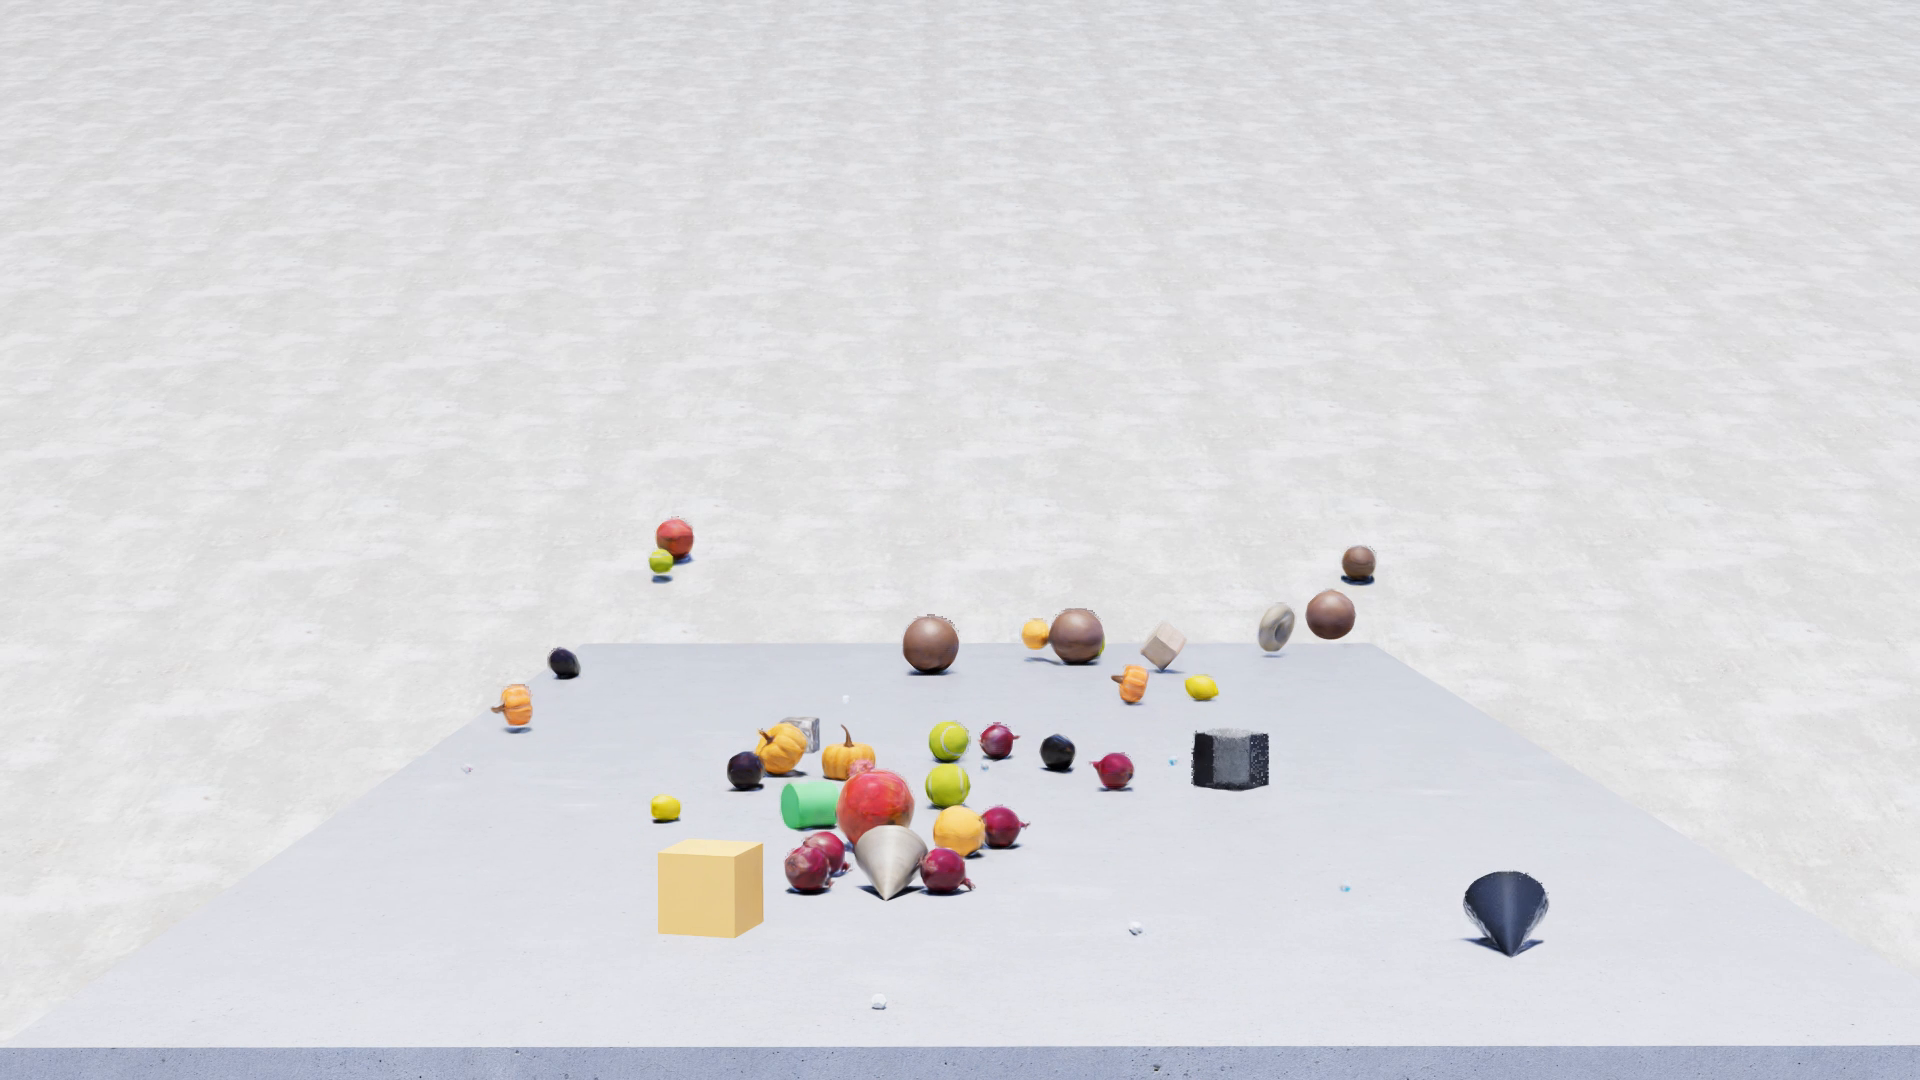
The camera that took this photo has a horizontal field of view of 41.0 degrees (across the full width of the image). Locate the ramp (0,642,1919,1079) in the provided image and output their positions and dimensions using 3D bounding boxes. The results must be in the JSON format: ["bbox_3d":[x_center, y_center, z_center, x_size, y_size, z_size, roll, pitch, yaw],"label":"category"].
[{"bbox_3d":[0.048,0.430,4.533,2.000,0.100,4.000,0,3,0],"label":"ramp"}]

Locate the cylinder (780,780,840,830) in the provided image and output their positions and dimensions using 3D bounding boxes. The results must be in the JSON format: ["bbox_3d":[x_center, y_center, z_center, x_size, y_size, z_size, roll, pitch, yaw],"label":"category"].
[{"bbox_3d":[-0.221,0.391,3.794,0.066,0.066,0.066,-2,19,-29],"label":"cylinder"}]

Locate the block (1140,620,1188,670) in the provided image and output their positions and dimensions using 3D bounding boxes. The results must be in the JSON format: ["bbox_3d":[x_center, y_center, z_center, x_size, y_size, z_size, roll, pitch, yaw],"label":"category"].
[{"bbox_3d":[0.463,0.240,5.841,0.067,0.067,0.067,38,39,-1],"label":"block"}]

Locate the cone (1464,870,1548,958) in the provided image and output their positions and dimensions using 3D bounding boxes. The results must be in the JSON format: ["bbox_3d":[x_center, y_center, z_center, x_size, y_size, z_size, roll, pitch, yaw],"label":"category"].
[{"bbox_3d":[0.633,0.451,2.964,0.098,0.098,0.098,2,30,7],"label":"cone"}]

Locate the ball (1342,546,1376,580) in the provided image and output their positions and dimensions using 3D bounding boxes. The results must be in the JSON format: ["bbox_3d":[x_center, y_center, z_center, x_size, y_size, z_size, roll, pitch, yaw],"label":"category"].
[{"bbox_3d":[1.117,0.064,7.192,0.097,0.097,0.097,0,20,0],"label":"ball"}]

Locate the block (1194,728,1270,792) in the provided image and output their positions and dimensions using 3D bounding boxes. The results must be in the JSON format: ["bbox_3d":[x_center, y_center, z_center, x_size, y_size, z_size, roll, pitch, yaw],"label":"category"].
[{"bbox_3d":[0.442,0.357,4.182,0.087,0.087,0.087,3,5,43],"label":"block"}]

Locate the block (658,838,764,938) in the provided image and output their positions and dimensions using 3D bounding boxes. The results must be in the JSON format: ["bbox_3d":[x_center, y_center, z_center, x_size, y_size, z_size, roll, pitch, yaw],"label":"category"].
[{"bbox_3d":[-0.299,0.418,3.087,0.097,0.097,0.097,1,4,16],"label":"block"}]

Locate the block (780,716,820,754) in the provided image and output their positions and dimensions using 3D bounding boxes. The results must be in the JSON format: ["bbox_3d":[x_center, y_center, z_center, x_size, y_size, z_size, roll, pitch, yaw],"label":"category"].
[{"bbox_3d":[-0.286,0.348,4.584,0.058,0.058,0.058,1,3,11],"label":"block"}]
